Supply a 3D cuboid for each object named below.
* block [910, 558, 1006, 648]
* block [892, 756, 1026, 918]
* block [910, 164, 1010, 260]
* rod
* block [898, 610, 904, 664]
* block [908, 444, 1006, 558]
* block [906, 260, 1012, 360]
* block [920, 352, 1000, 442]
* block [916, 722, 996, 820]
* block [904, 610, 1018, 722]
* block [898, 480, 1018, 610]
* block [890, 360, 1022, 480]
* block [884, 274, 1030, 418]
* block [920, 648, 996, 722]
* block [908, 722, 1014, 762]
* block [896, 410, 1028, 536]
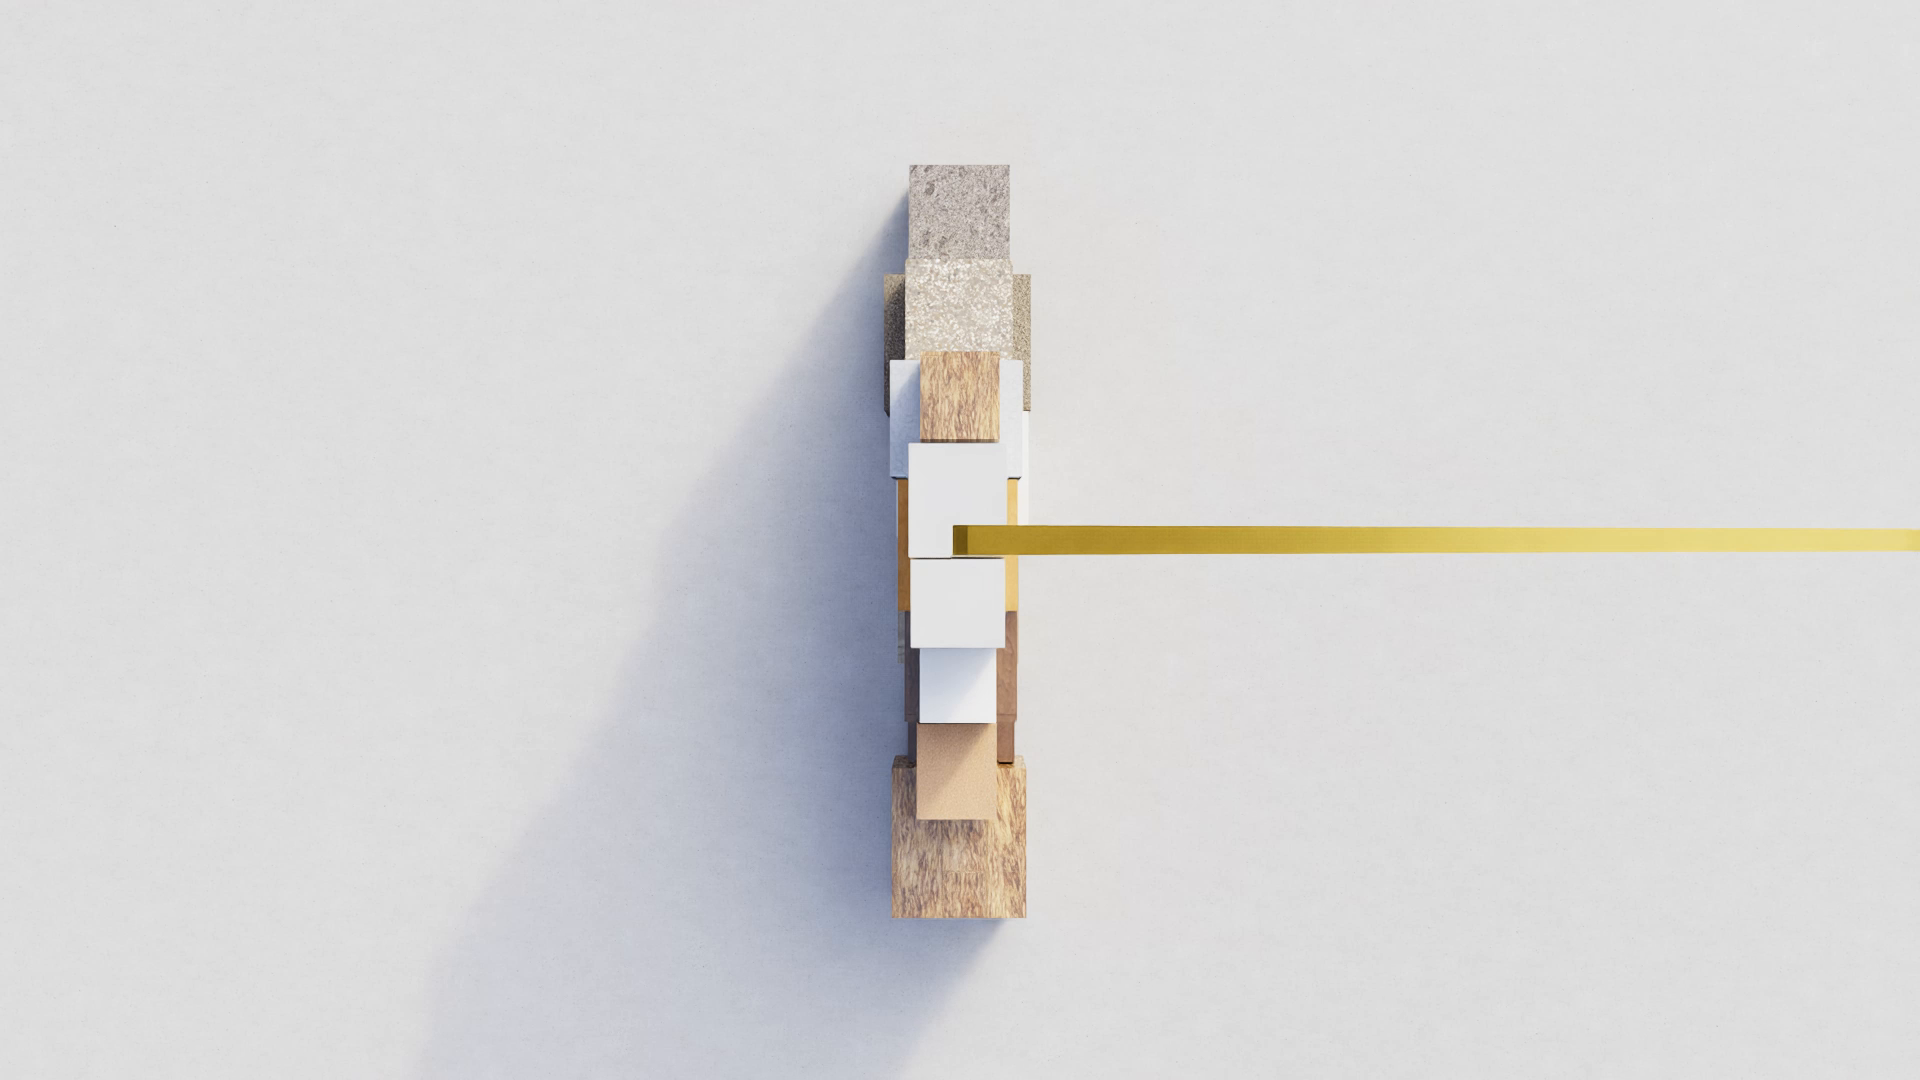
[{"bbox_3d":[-0.010,0.318,11.333,0.475,0.495,0.446,0,91,0],"label":"block"},{"bbox_3d":[-0.006,1.690,12.632,0.753,0.736,0.834,0,90,0],"label":"block"},{"bbox_3d":[-0.003,-1.803,12.675,0.565,0.651,0.610,0,90,0],"label":"block"},{"bbox_3d":[2.234,0.000,7.179,5.200,0.080,0.080,0,90,-31],"label":"rod"},{"bbox_3d":[-0.010,0.342,12.701,0.684,0.599,0.706,0,90,0],"label":"block"},{"bbox_3d":[-0.011,-0.204,11.345,0.497,0.459,0.575,0,91,0],"label":"block"},{"bbox_3d":[-0.005,-1.229,12.038,0.575,0.538,0.546,0,90,0],"label":"block"},{"bbox_3d":[0.001,-0.733,11.354,0.401,0.443,0.445,0,90,0],"label":"block"},{"bbox_3d":[-0.017,1.239,12.002,0.426,0.525,0.514,0,89,0],"label":"block"},{"bbox_3d":[0.004,0.676,12.120,0.607,0.563,0.604,0,90,0],"label":"block"},{"bbox_3d":[-0.012,0.023,11.900,0.631,0.647,0.689,0,91,0],"label":"block"},{"bbox_3d":[-0.020,-0.640,11.900,0.698,0.647,0.611,0,90,0],"label":"block"},{"bbox_3d":[-0.014,-1.107,12.653,0.823,0.693,0.761,0,90,0],"label":"block"},{"bbox_3d":[-0.010,0.748,11.662,0.398,0.354,0.415,0,90,0],"label":"block"},{"bbox_3d":[0.007,0.984,12.750,0.607,0.501,0.558,0,90,0],"label":"block"},{"bbox_3d":[0.014,-0.369,12.612,0.733,0.777,0.696,0,90,0],"label":"block"}]
